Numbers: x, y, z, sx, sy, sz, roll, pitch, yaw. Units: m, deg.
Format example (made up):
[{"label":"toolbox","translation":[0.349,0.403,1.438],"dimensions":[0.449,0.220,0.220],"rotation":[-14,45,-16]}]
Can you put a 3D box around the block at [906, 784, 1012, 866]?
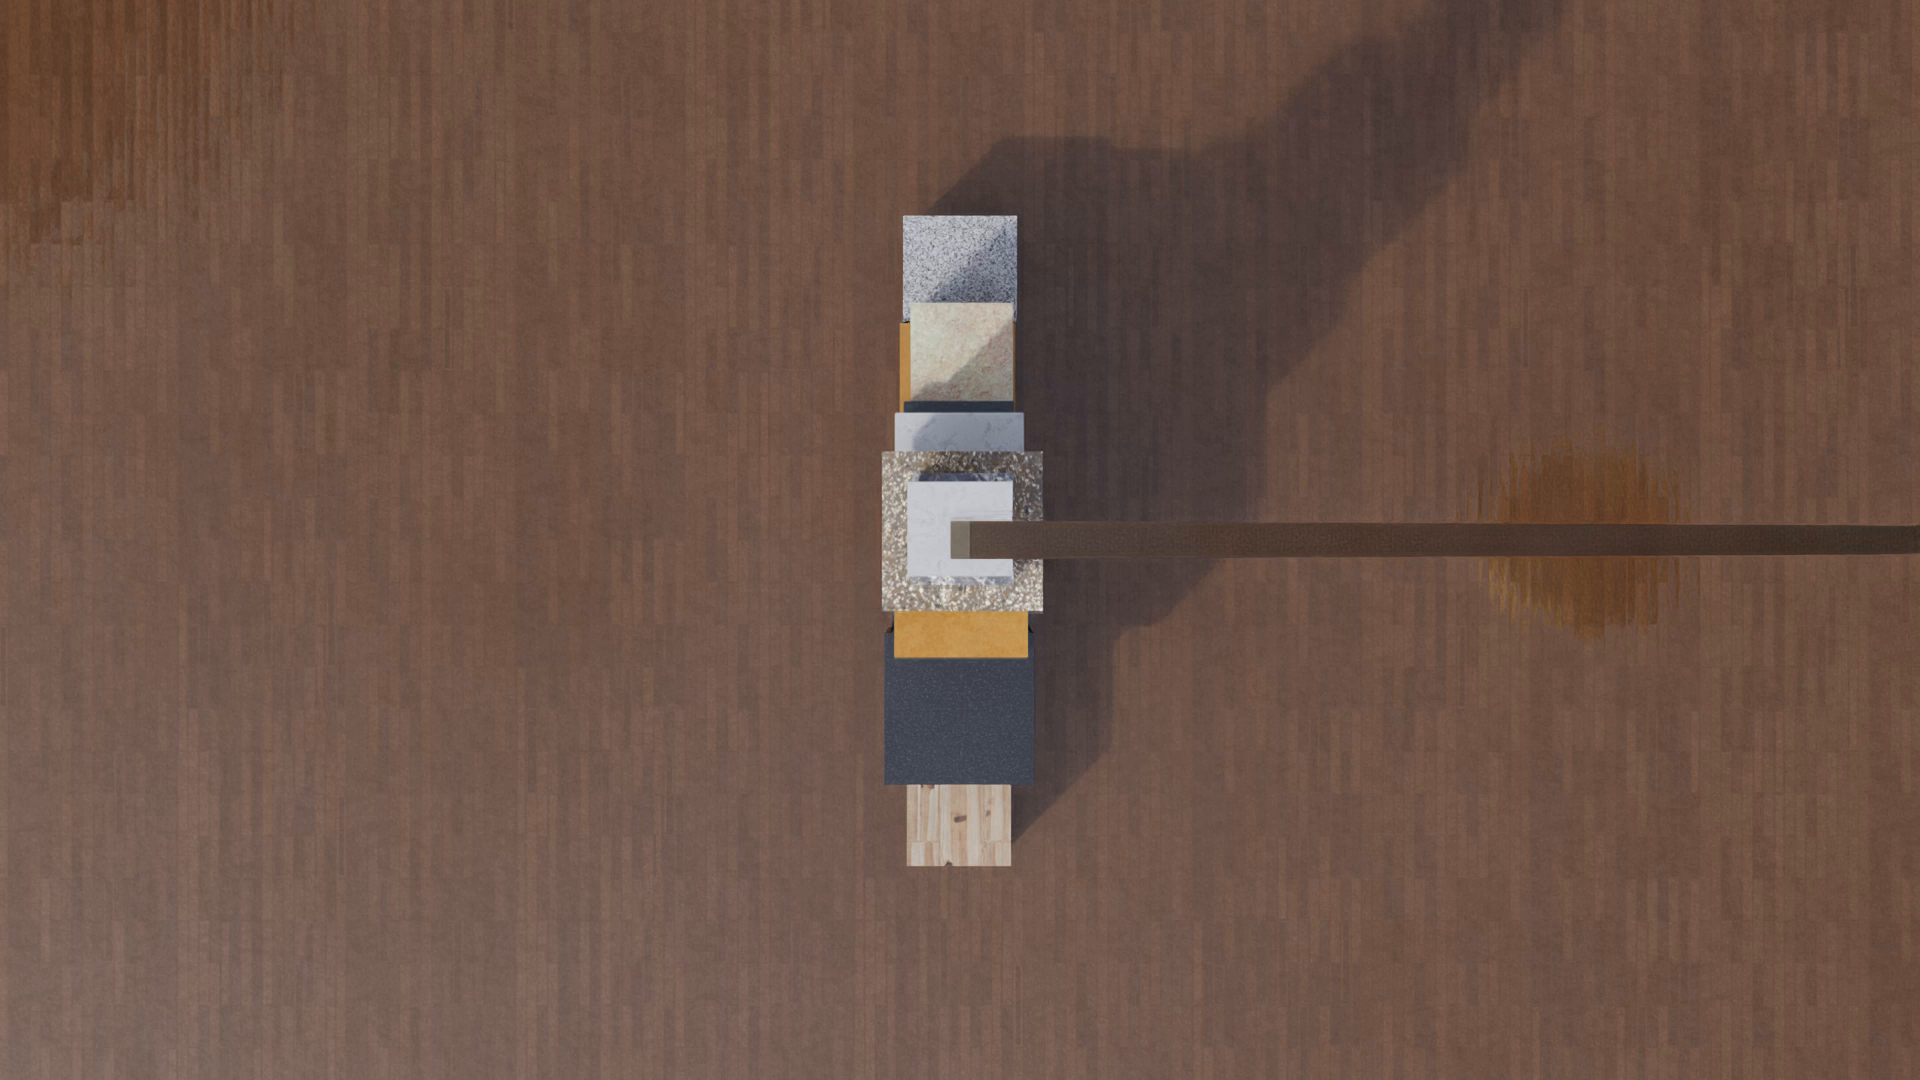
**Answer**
[{"label":"block","translation":[-0.006,1.476,12.646],"dimensions":[0.582,0.708,0.691],"rotation":[0,90,0]}]

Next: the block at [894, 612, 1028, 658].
[{"label":"block","translation":[0.006,0.281,11.089],"dimensions":[0.656,0.600,0.611],"rotation":[0,88,0]}]

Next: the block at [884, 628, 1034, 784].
[{"label":"block","translation":[-0.005,0.874,11.752],"dimensions":[0.773,0.736,0.786],"rotation":[0,90,0]}]

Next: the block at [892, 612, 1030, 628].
[{"label":"block","translation":[0.006,0.748,12.560],"dimensions":[0.768,0.880,0.745],"rotation":[0,90,0]}]

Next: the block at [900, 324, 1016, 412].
[{"label":"block","translation":[-0.013,-0.831,12.654],"dimensions":[0.646,0.692,0.764],"rotation":[0,90,0]}]

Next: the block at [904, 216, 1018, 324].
[{"label":"block","translation":[0.001,-1.522,12.674],"dimensions":[0.640,0.652,0.598],"rotation":[0,90,0]}]

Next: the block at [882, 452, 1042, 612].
[{"label":"block","translation":[0.011,-0.028,10.397],"dimensions":[0.731,0.801,0.727],"rotation":[0,88,0]}]

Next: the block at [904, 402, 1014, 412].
[{"label":"block","translation":[-0.007,-0.411,11.964],"dimensions":[0.583,0.647,0.631],"rotation":[0,88,0]}]

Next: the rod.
[{"label":"rod","translation":[2.234,0.000,5.971],"dimensions":[5.200,0.080,0.080],"rotation":[0,90,-31]}]

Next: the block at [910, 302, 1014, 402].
[{"label":"block","translation":[0.010,-1.001,12.046],"dimensions":[0.550,0.521,0.540],"rotation":[0,90,0]}]

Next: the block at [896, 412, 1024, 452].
[{"label":"block","translation":[-0.003,-0.333,11.295],"dimensions":[0.642,0.669,0.568],"rotation":[0,87,0]}]

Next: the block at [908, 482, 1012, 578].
[{"label":"block","translation":[0.000,-0.041,9.264],"dimensions":[0.435,0.367,0.391],"rotation":[0,88,0]}]

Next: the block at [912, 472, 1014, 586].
[{"label":"block","translation":[0.013,-0.041,9.722],"dimensions":[0.434,0.547,0.481],"rotation":[0,88,0]}]
